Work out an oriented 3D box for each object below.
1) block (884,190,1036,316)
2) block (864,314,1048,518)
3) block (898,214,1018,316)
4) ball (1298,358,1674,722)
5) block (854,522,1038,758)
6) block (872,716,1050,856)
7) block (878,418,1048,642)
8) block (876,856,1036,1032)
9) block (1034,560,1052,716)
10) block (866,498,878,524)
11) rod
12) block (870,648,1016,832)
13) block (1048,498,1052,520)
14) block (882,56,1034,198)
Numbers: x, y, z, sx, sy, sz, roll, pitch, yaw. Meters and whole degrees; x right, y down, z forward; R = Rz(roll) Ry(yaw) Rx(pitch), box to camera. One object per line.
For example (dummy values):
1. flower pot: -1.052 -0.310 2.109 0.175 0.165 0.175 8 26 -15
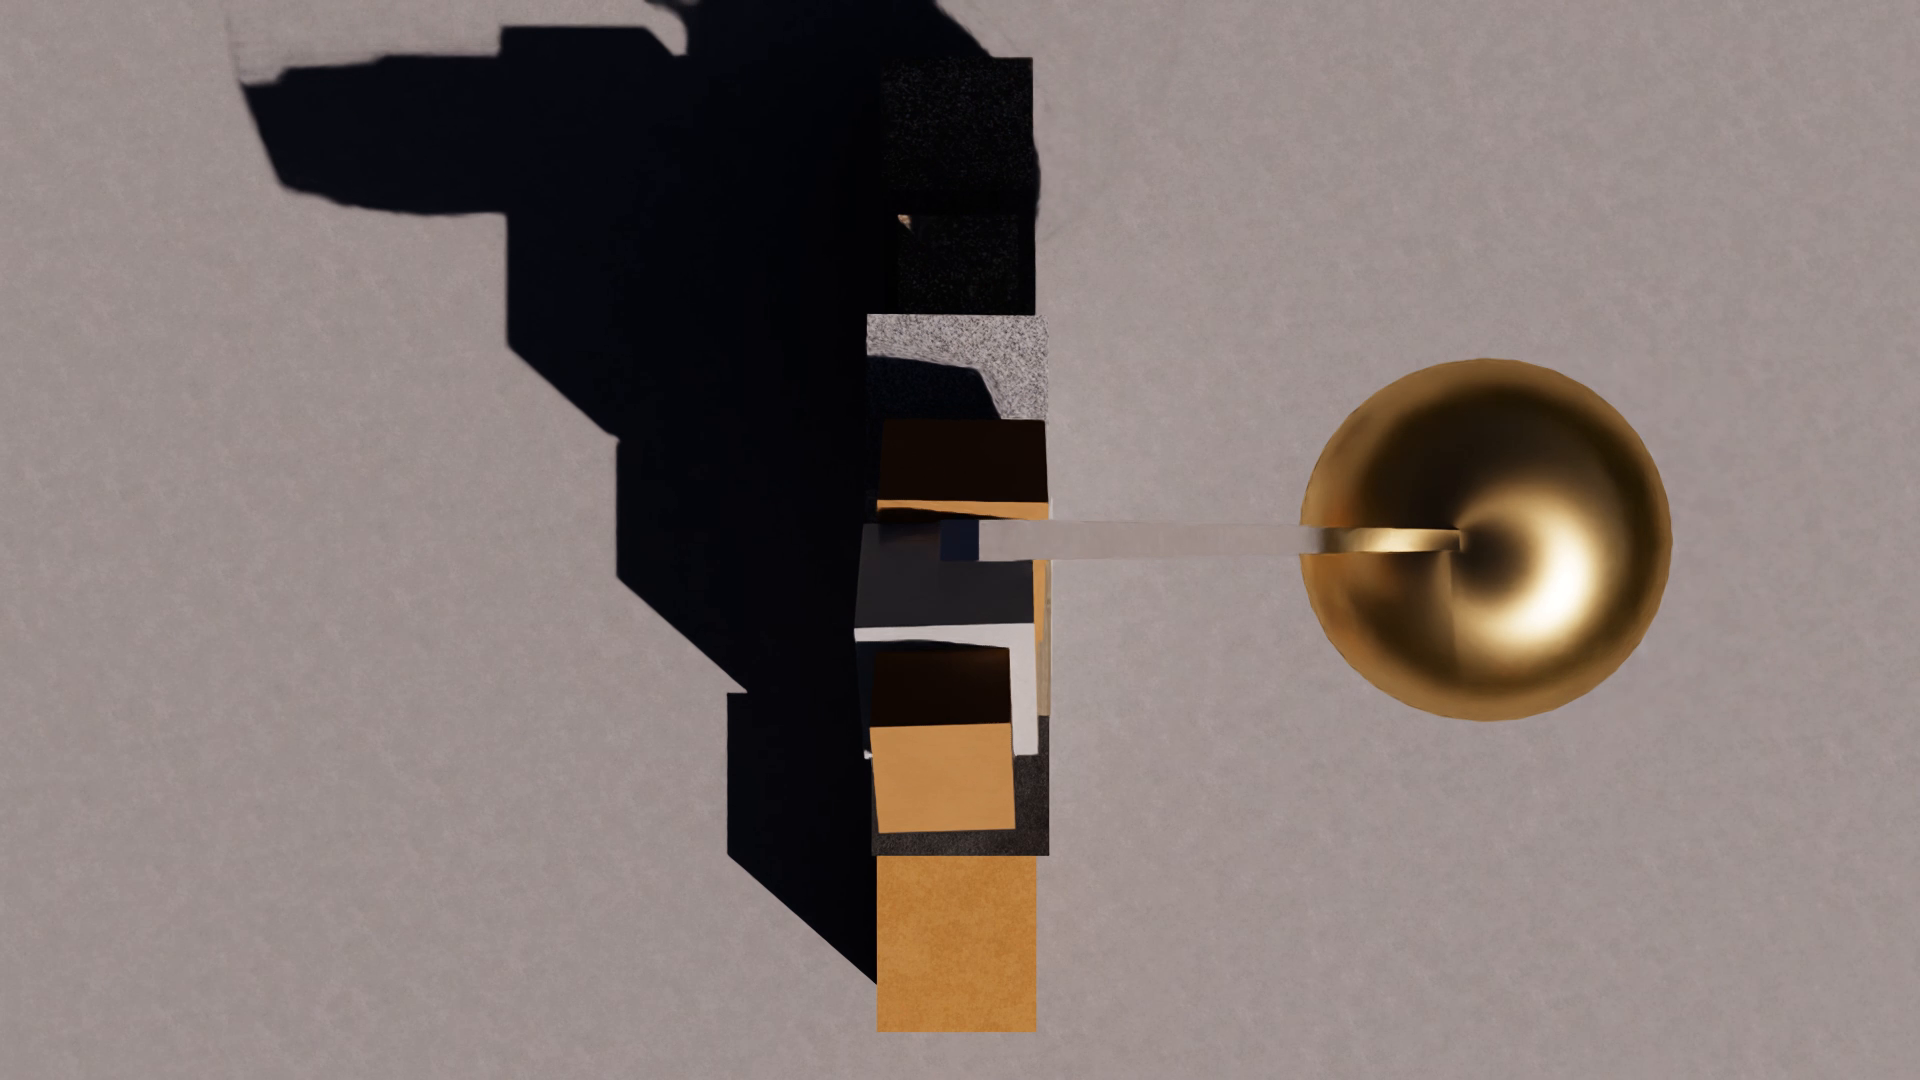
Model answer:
1. block: -0.001 -1.488 12.506 0.827 0.988 0.848 0 90 0
2. block: -0.013 -0.586 10.745 0.855 0.886 0.839 0 82 0
3. block: -0.010 -1.381 11.719 0.625 0.586 0.618 0 90 0
4. ball: 2.295 0.000 9.669 1.600 1.600 1.600 0 90 0
5. block: -0.046 0.411 9.298 0.722 0.781 0.663 -2 123 2
6. block: 0.003 1.202 11.639 0.903 0.960 0.802 0 90 0
7. block: 0.011 -0.053 9.881 0.731 0.706 0.726 1 123 0
8. block: -0.018 2.189 12.461 0.864 1.077 0.959 0 90 0
9. block: 0.004 0.424 10.728 0.854 0.706 0.807 0 90 0
10. block: -0.015 -0.560 11.636 0.926 0.888 0.953 0 82 0
11. rod: 0.994 0.000 6.528 0.080 5.200 0.080 0 90 22
12. block: -0.061 0.797 8.787 0.541 0.499 0.525 -2 123 2
13. block: 0.018 0.261 12.520 0.970 0.960 0.976 0 90 0
14. block: -0.014 -2.294 12.571 0.839 0.859 0.749 0 90 0
